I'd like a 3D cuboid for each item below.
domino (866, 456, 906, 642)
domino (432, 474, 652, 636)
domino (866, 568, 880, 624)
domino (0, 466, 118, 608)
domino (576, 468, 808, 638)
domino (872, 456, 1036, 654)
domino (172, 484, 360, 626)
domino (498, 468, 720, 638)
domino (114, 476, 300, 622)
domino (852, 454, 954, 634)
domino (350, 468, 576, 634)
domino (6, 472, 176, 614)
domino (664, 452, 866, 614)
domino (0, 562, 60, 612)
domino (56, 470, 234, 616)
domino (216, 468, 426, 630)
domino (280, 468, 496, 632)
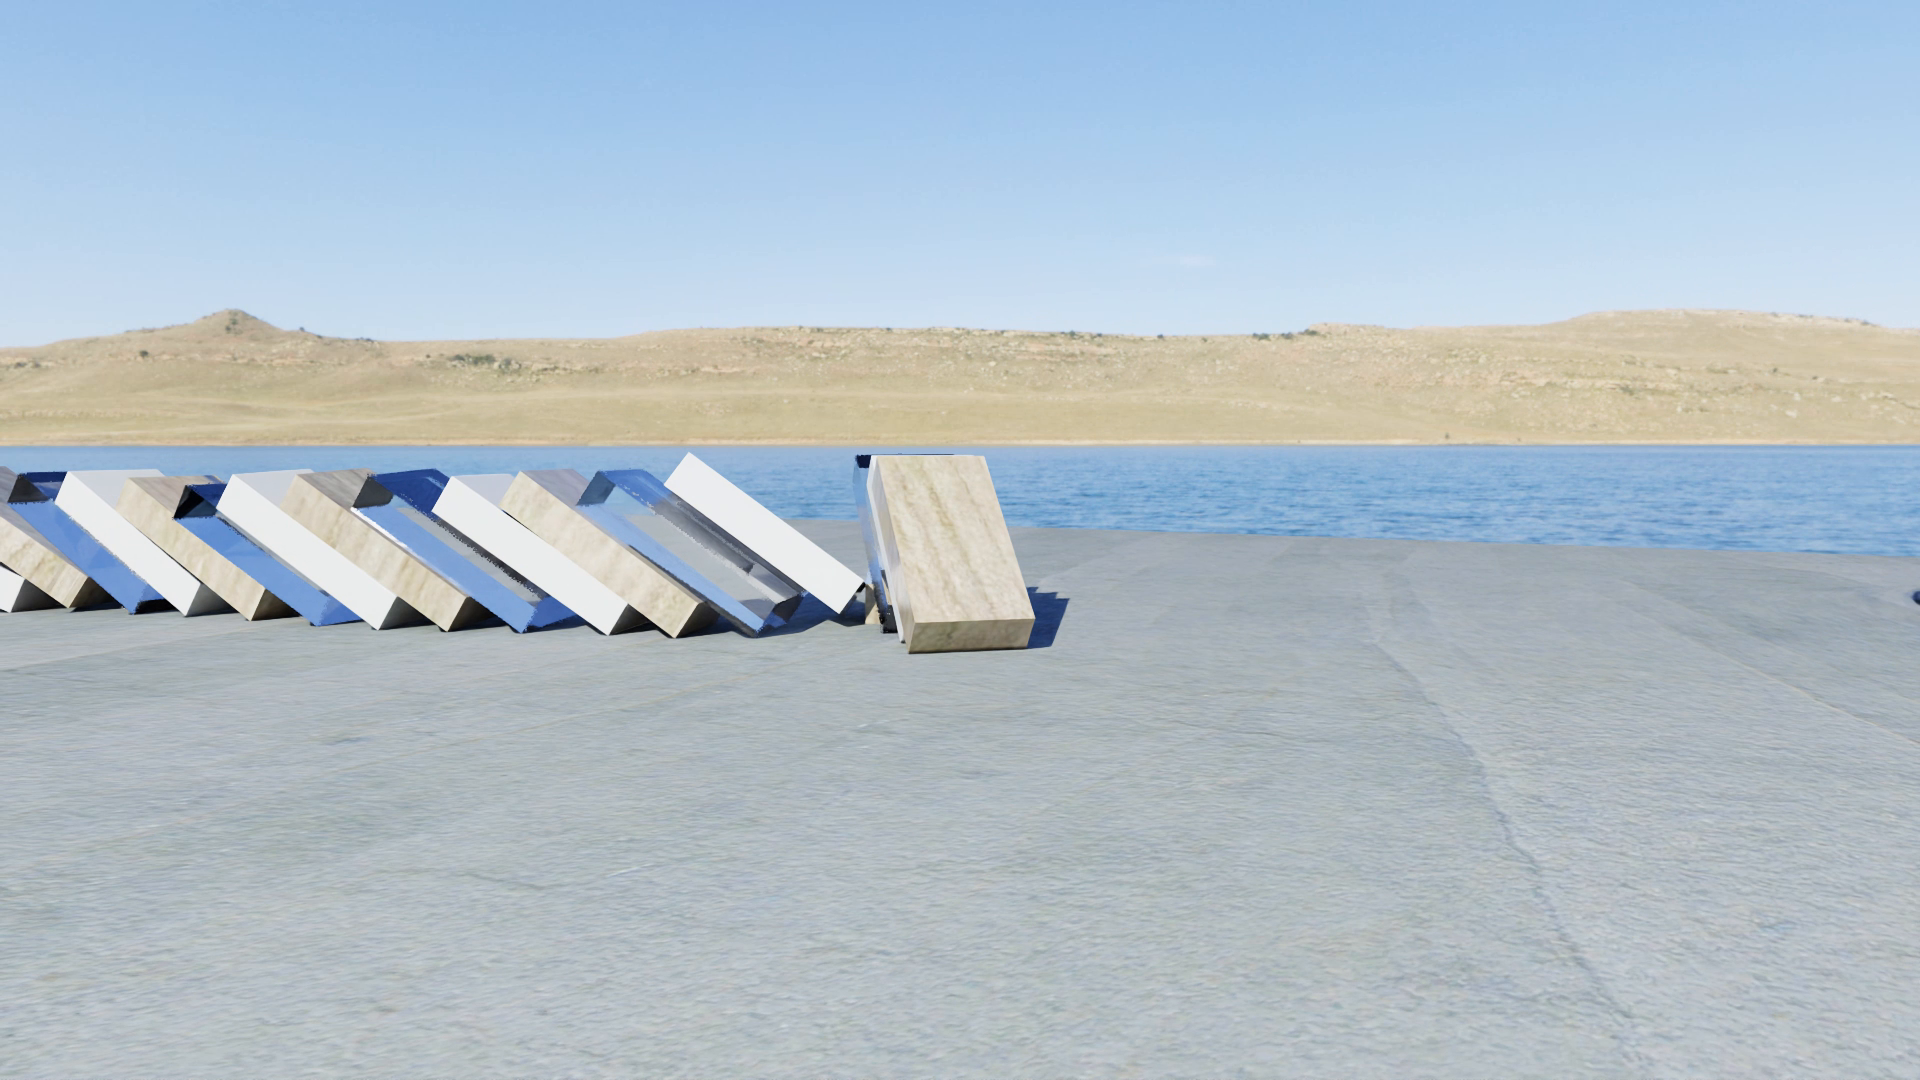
[{"bbox_3d":[-0.005,0.001,0.292,0.025,0.009,0.050,-1,45,-15],"label":"domino"},{"bbox_3d":[-0.094,0.002,0.299,0.050,0.010,0.025,34,9,6],"label":"domino"},{"bbox_3d":[-0.011,0.013,0.329,0.025,0.009,0.050,0,4,-3],"label":"domino"},{"bbox_3d":[-0.242,-0.001,0.336,0.050,0.010,0.025,34,4,1],"label":"domino"},{"bbox_3d":[-0.061,0.002,0.295,0.050,0.010,0.025,36,9,5],"label":"domino"},{"bbox_3d":[-0.002,0.002,0.277,0.025,0.010,0.050,-1,45,-15],"label":"domino"},{"bbox_3d":[-0.164,0.003,0.316,0.050,0.009,0.025,31,13,14],"label":"domino"},{"bbox_3d":[-0.078,0.002,0.294,0.050,0.009,0.025,36,9,5],"label":"domino"},{"bbox_3d":[-0.184,0.001,0.325,0.050,0.009,0.025,34,14,13],"label":"domino"},{"bbox_3d":[-0.009,0.000,0.305,0.025,0.010,0.050,-1,45,-15],"label":"domino"},{"bbox_3d":[-0.114,0.002,0.302,0.050,0.010,0.025,34,13,6],"label":"domino"},{"bbox_3d":[-0.220,0.000,0.336,0.050,0.010,0.025,35,14,13],"label":"domino"},{"bbox_3d":[-0.046,-0.001,0.307,0.050,0.009,0.025,36,-5,0],"label":"domino"},{"bbox_3d":[-0.260,0.002,0.335,0.050,0.009,0.025,26,4,-1],"label":"domino"},{"bbox_3d":[-0.204,0.000,0.331,0.050,0.010,0.025,35,14,13],"label":"domino"},{"bbox_3d":[-0.148,0.001,0.307,0.050,0.009,0.025,35,13,8],"label":"domino"},{"bbox_3d":[-0.131,0.001,0.304,0.050,0.009,0.025,34,13,6],"label":"domino"}]
